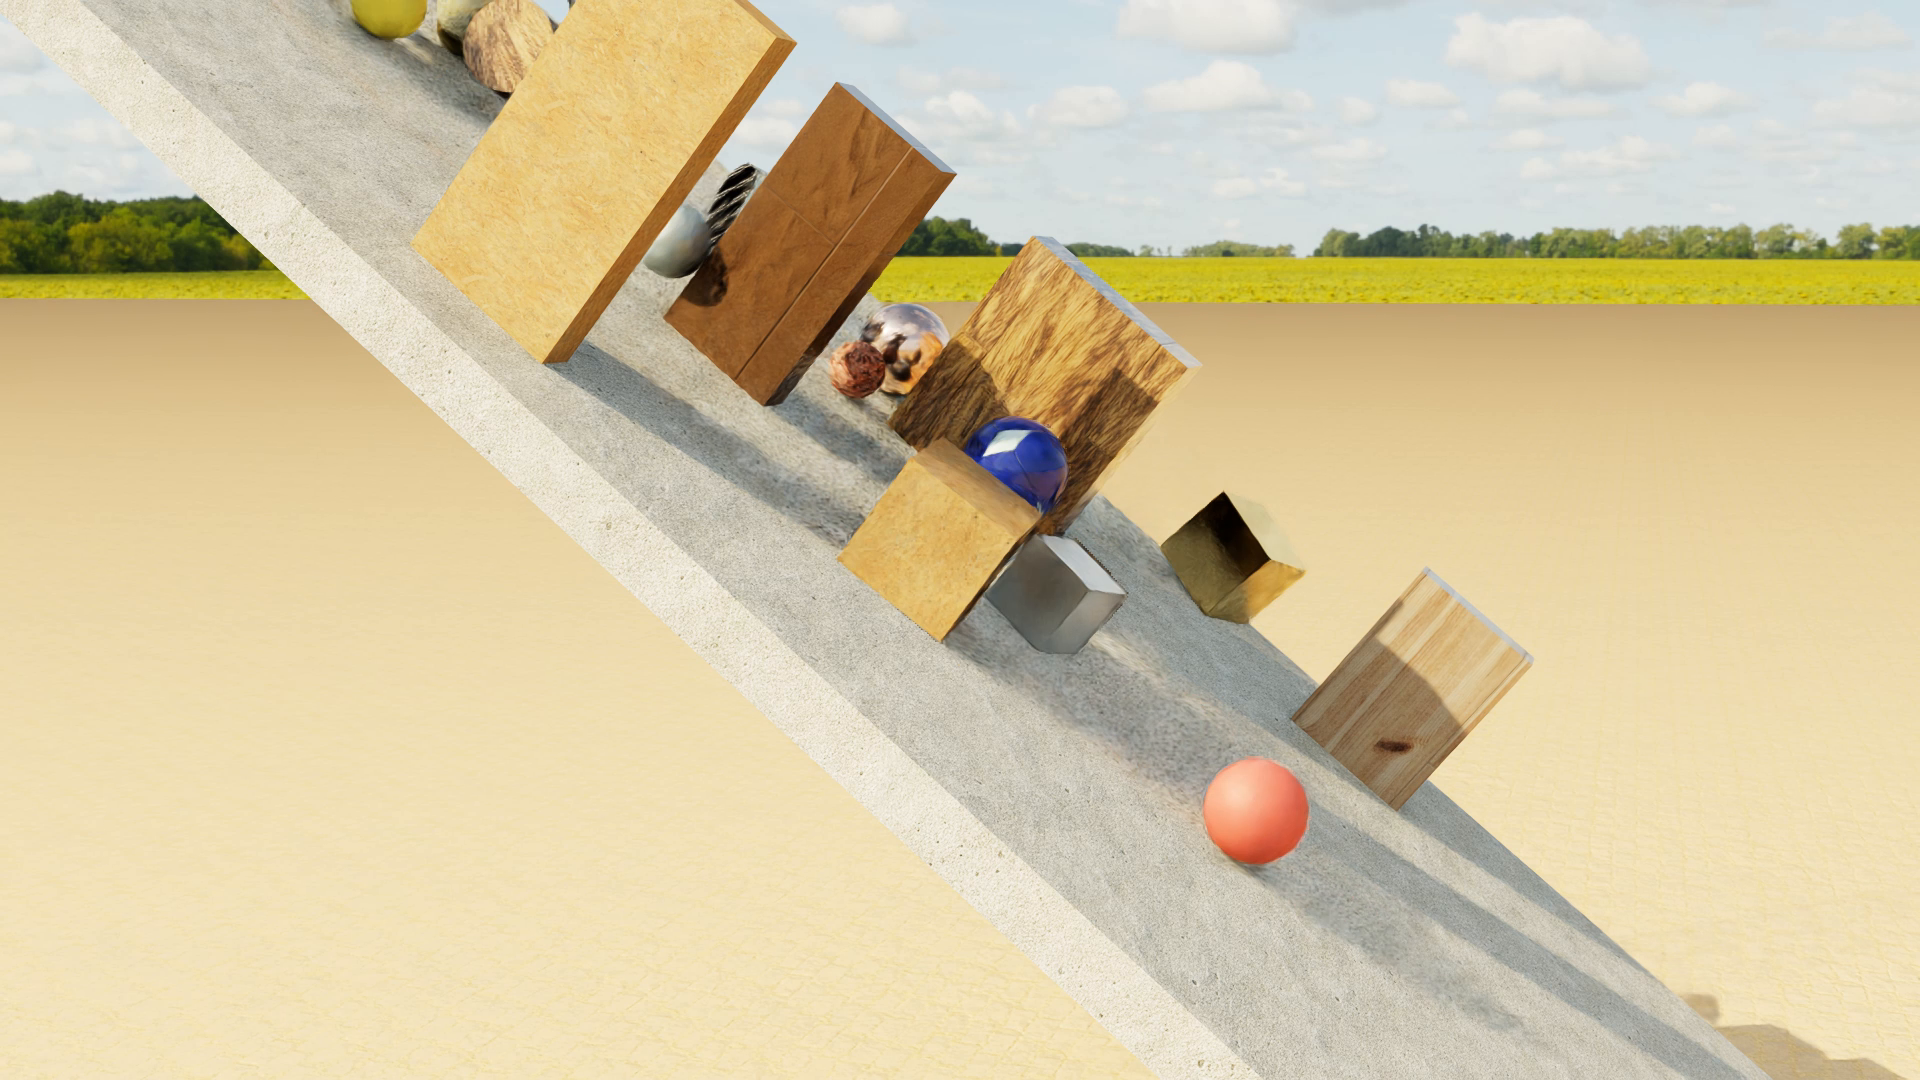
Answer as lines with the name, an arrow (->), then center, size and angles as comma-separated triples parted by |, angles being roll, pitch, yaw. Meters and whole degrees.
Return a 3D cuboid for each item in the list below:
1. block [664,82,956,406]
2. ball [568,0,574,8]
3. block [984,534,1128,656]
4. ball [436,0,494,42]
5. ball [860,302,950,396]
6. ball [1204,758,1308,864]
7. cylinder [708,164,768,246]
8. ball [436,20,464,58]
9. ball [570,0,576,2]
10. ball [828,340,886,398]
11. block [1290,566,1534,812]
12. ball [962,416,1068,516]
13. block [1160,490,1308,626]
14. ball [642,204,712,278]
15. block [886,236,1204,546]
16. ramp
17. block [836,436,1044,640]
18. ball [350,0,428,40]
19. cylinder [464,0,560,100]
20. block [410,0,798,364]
block -> -0.266, -0.515, 3.860 | 0.245, 0.523, 0.090 | 42, 16, 9
ball -> -0.691, -1.077, 4.344 | 0.168, 0.168, 0.168 | 0, 7, 0
block -> 0.168, 0.096, 3.844 | 0.146, 0.146, 0.146 | 47, 18, 25
ball -> -0.950, -1.030, 4.268 | 0.131, 0.131, 0.131 | 0, 7, 0
ball -> -0.110, -0.382, 4.421 | 0.187, 0.187, 0.187 | 0, 7, 0
ball -> 0.479, 0.439, 3.559 | 0.169, 0.169, 0.169 | 0, 7, 0
cylinder -> -0.352, -0.580, 4.034 | 0.164, 0.164, 0.164 | 24, -7, -30
ball -> -0.985, -1.021, 4.389 | 0.117, 0.117, 0.117 | 0, 7, 0
ball -> -0.733, -1.081, 4.147 | 0.126, 0.126, 0.126 | 0, 7, 0
ball -> -0.199, -0.329, 4.253 | 0.111, 0.111, 0.111 | 0, 7, 0
block -> 0.914, 0.301, 4.453 | 0.282, 0.406, 0.087 | 42, 16, 9
ball -> 0.099, -0.128, 4.045 | 0.201, 0.201, 0.201 | 0, 7, 0
block -> 0.597, 0.041, 4.794 | 0.192, 0.192, 0.192 | -42, -29, 21
ball -> -0.505, -0.529, 3.879 | 0.133, 0.133, 0.133 | 0, 7, 0
block -> 0.162, -0.283, 4.272 | 0.390, 0.468, 0.150 | 42, 16, 9
ramp -> -0.002, 0.050, 4.041 | 4.000, 0.100, 2.000 | 42, 16, 9
block -> -0.030, -0.005, 3.546 | 0.210, 0.210, 0.210 | 38, 18, 4
ball -> -1.072, -1.012, 4.131 | 0.141, 0.141, 0.141 | 0, 7, 0
cylinder -> -0.827, -0.919, 4.186 | 0.177, 0.177, 0.177 | 1, -3, 9
block -> -0.542, -0.593, 3.310 | 0.284, 0.612, 0.085 | 42, 16, 9
